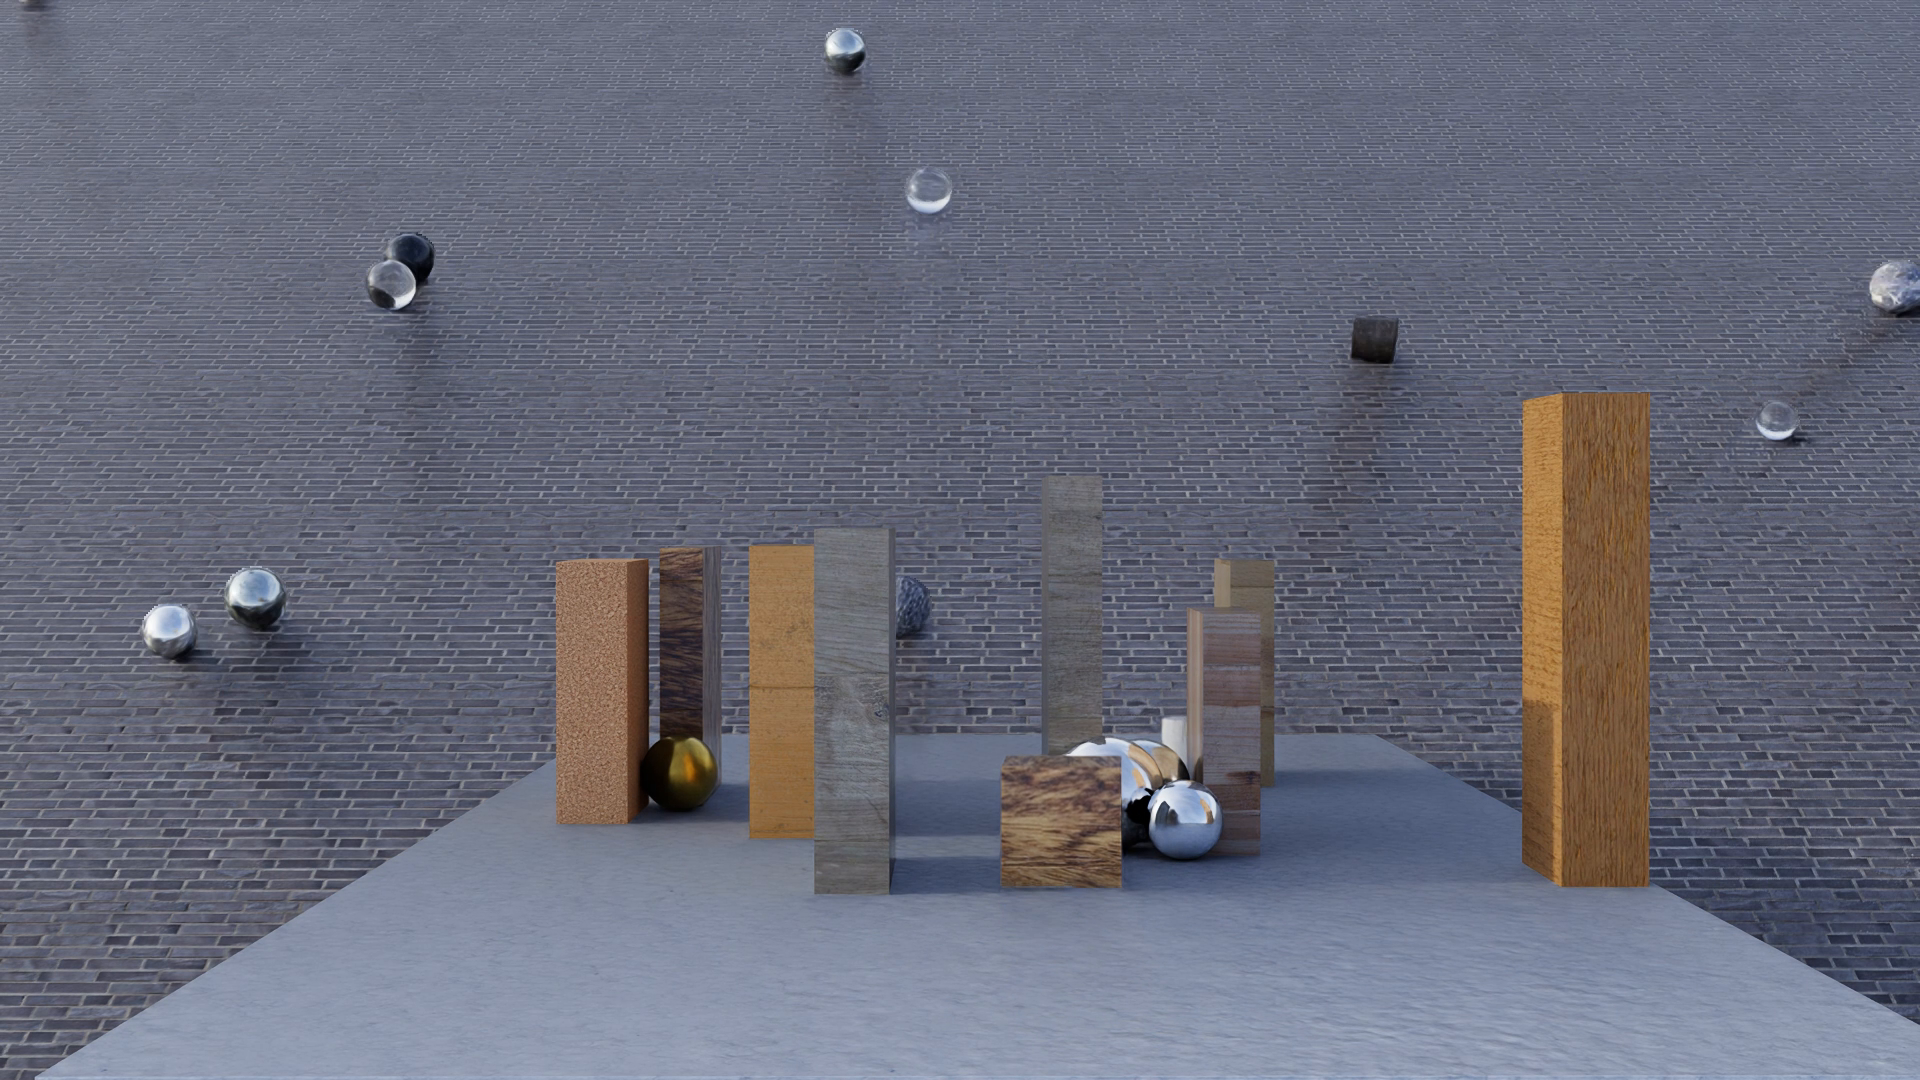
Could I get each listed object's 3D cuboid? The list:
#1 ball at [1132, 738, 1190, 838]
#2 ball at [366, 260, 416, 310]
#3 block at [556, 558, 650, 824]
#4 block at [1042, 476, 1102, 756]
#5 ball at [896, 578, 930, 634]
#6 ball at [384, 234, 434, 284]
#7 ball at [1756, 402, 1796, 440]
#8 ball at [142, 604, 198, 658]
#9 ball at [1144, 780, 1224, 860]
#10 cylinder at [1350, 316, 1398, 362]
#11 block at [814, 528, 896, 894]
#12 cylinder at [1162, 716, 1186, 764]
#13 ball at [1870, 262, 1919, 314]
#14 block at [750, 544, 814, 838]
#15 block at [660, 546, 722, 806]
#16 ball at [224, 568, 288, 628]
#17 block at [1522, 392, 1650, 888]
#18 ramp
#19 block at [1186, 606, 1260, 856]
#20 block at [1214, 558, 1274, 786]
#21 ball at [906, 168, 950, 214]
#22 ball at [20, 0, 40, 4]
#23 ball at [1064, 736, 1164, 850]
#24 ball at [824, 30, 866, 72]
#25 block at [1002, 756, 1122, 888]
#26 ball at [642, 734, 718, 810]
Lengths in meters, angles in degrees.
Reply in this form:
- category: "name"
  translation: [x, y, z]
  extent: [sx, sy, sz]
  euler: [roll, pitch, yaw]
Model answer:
- category: "ball"
  translation: [0.317, 0.434, 4.513]
  extent: [0.174, 0.174, 0.174]
  euler: [0, 28, 0]
- category: "ball"
  translation: [-2.036, -0.912, 9.242]
  extent: [0.178, 0.178, 0.178]
  euler: [0, 28, 0]
- category: "block"
  translation: [-0.673, 0.278, 4.888]
  extent: [0.130, 0.479, 0.332]
  euler: [0, 1, 0]
- category: "block"
  translation: [0.204, 0.201, 4.755]
  extent: [0.095, 0.634, 0.373]
  euler: [0, 1, 0]
- category: "ball"
  translation: [-0.163, 0.185, 7.213]
  extent: [0.160, 0.160, 0.160]
  euler: [0, 28, 0]
- category: "ball"
  translation: [-2.017, -1.028, 9.453]
  extent: [0.184, 0.184, 0.184]
  euler: [0, 28, 0]
- category: "ball"
  translation: [2.626, -0.383, 8.311]
  extent: [0.125, 0.125, 0.125]
  euler: [0, 28, 0]
- category: "ball"
  translation: [-2.171, 0.252, 7.103]
  extent: [0.147, 0.147, 0.147]
  euler: [0, 28, 0]
- category: "ball"
  translation: [0.367, 0.458, 4.237]
  extent: [0.131, 0.131, 0.131]
  euler: [0, 28, 0]
- category: "cylinder"
  translation: [1.422, -0.691, 8.865]
  extent: [0.144, 0.144, 0.144]
  euler: [7, 29, 12]
- category: "block"
  translation: [-0.161, 0.254, 4.045]
  extent: [0.112, 0.545, 0.396]
  euler: [0, 1, 0]
- category: "cylinder"
  translation: [0.502, 0.451, 5.709]
  extent: [0.114, 0.114, 0.114]
  euler: [0, 1, 0]
- category: "ball"
  translation: [3.342, -0.901, 9.216]
  extent: [0.185, 0.185, 0.185]
  euler: [0, 28, 0]
- category: "block"
  translation: [-0.306, 0.264, 4.665]
  extent: [0.124, 0.511, 0.306]
  euler: [0, 1, 0]
- category: "block"
  translation: [-0.540, 0.264, 5.205]
  extent: [0.083, 0.500, 0.398]
  euler: [0, 1, 0]
- category: "ball"
  translation: [-1.974, 0.164, 7.243]
  extent: [0.169, 0.169, 0.169]
  euler: [0, 28, 0]
- category: "block"
  translation: [0.980, 0.150, 4.058]
  extent: [0.133, 0.750, 0.275]
  euler: [0, 1, 0]
- category: "ramp"
  translation: [0.063, 0.570, 4.611]
  extent: [2.000, 0.100, 4.000]
  euler: [0, 1, 0]
- category: "block"
  translation: [0.451, 0.321, 4.445]
  extent: [0.095, 0.401, 0.312]
  euler: [0, 1, 0]
- category: "block"
  translation: [0.605, 0.276, 5.517]
  extent: [0.091, 0.468, 0.331]
  euler: [0, 1, 0]
- category: "ball"
  translation: [-0.123, -1.361, 10.083]
  extent: [0.177, 0.177, 0.177]
  euler: [0, 28, 0]
- category: "ball"
  translation: [-4.535, -2.694, 12.585]
  extent: [0.164, 0.164, 0.164]
  euler: [0, 28, 0]
- category: "ball"
  translation: [0.247, 0.426, 4.342]
  extent: [0.195, 0.195, 0.195]
  euler: [0, 28, 0]
- category: "ball"
  translation: [-0.518, -2.204, 11.642]
  extent: [0.191, 0.191, 0.191]
  euler: [0, 28, 0]
- category: "block"
  translation: [0.160, 0.435, 4.021]
  extent: [0.182, 0.182, 0.182]
  euler: [0, 1, 4]
- category: "ball"
  translation: [-0.535, 0.444, 4.935]
  extent: [0.146, 0.146, 0.146]
  euler: [0, 28, 0]
